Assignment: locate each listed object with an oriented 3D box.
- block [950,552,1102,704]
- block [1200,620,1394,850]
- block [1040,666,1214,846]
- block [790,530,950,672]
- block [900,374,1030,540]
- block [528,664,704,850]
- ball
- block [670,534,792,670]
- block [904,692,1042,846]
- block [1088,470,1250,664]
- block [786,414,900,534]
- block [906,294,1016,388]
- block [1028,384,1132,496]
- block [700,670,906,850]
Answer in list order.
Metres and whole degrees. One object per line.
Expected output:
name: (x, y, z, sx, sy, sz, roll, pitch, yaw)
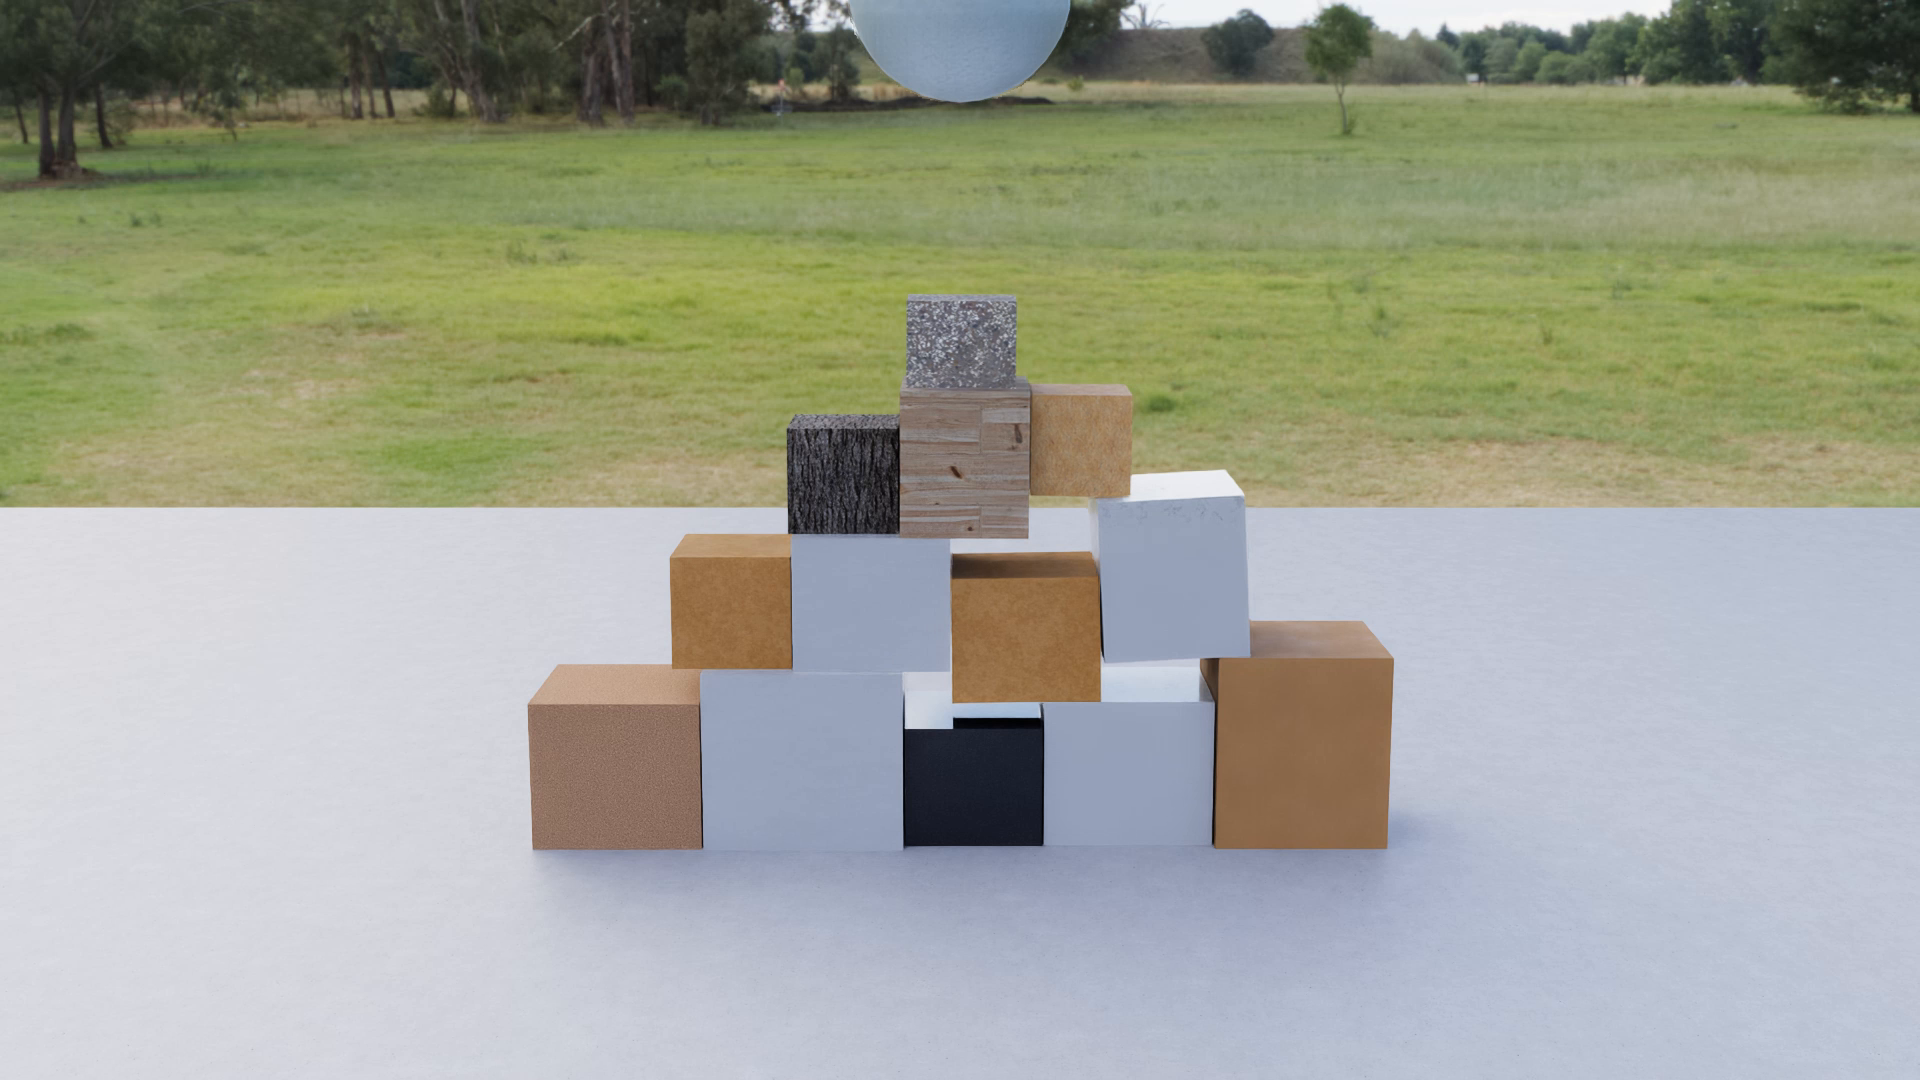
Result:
block: (0.328, 0.437, 11.255, 0.742, 0.631, 0.692, -1, 10, 0)
block: (1.712, 0.990, 11.375, 0.863, 0.983, 0.870, 0, 10, 0)
block: (0.846, 1.107, 11.399, 0.849, 0.743, 0.747, 0, 10, 0)
block: (-0.439, 0.256, 11.220, 0.781, 0.675, 0.751, 0, 10, 0)
block: (0.023, -0.430, 11.084, 0.633, 0.724, 0.744, 0, 10, 0)
block: (-1.719, 1.107, 11.377, 0.850, 0.751, 0.847, 0, 10, 0)
ball: (0.000, -3.939, 15.704, 1.600, 1.600, 1.600, 0, 10, 0)
block: (-1.137, 0.306, 11.247, 0.597, 0.567, 0.667, 0, 10, 0)
block: (0.069, 1.175, 11.399, 0.687, 0.611, 0.761, 0, 10, 0)
block: (1.054, 0.122, 11.213, 0.721, 0.807, 0.828, -3, 10, 1)
block: (-0.580, -0.340, 11.137, 0.547, 0.526, 0.576, 0, 10, 0)
block: (0.007, -0.998, 10.999, 0.537, 0.426, 0.472, 0, 10, 0)
block: (0.593, -0.508, 11.073, 0.505, 0.502, 0.514, 0, 10, 0)
block: (-0.784, 1.031, 11.371, 0.999, 0.904, 0.889, 0, 10, 0)
